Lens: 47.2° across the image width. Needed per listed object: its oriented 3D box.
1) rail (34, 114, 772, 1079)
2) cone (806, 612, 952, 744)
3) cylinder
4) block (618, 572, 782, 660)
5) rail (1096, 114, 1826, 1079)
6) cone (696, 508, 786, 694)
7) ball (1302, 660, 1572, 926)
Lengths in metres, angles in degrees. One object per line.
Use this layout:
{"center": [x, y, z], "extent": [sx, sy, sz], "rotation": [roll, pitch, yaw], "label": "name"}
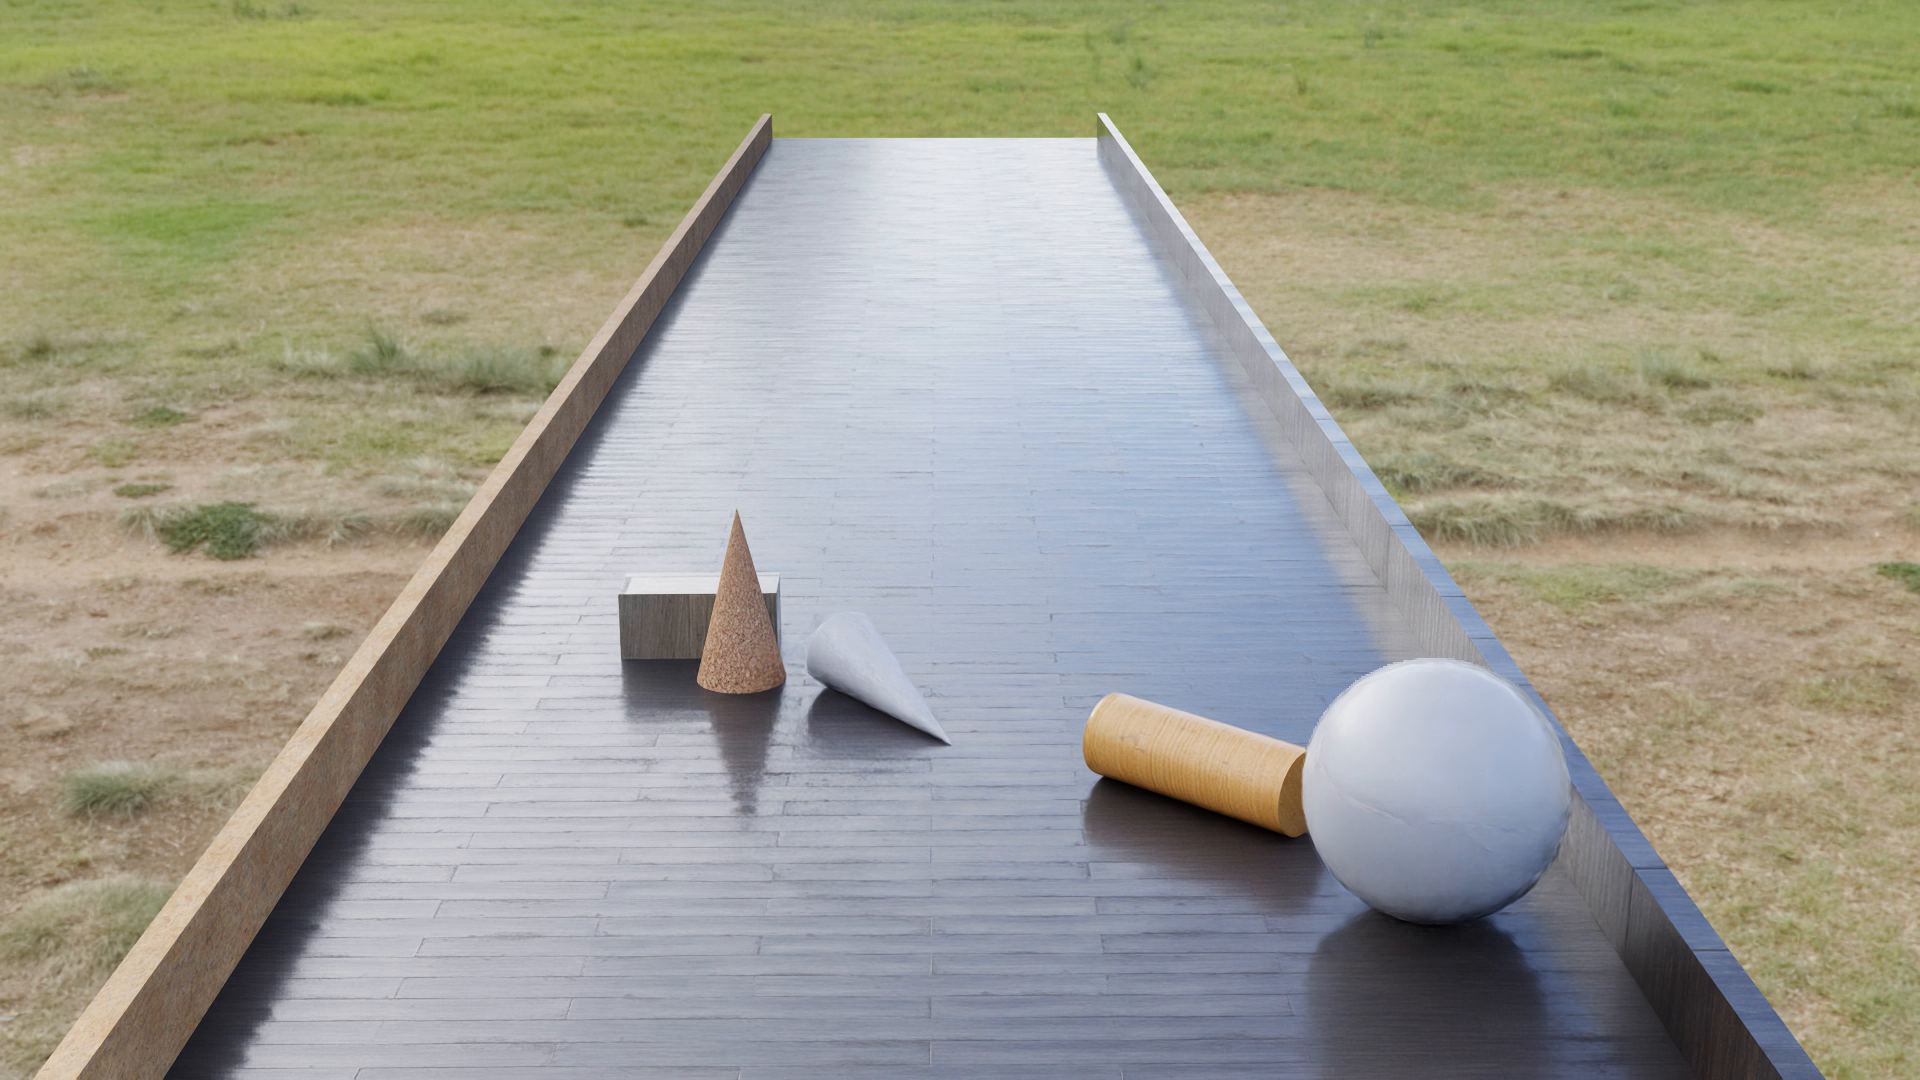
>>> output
{"center": [-1.118, -0.838, 7.780], "extent": [0.050, 0.150, 12.000], "rotation": [0, 17, -1], "label": "rail"}
{"center": [-0.122, 0.290, 4.116], "extent": [0.155, 0.155, 0.389], "rotation": [-11, 31, -33], "label": "cone"}
{"center": [0.409, 0.375, 3.706], "extent": [0.400, 0.147, 0.147], "rotation": [14, 22, 40], "label": "cylinder"}
{"center": [-0.526, 0.153, 4.471], "extent": [0.315, 0.137, 0.137], "rotation": [0, 17, -1], "label": "block"}
{"center": [0.932, -0.844, 7.801], "extent": [0.050, 0.150, 12.000], "rotation": [0, 17, -1], "label": "rail"}
{"center": [-0.428, 0.104, 4.267], "extent": [0.175, 0.348, 0.175], "rotation": [0, 17, 0], "label": "cone"}
{"center": [0.707, 0.375, 3.278], "extent": [0.393, 0.393, 0.393], "rotation": [0, 17, 0], "label": "ball"}
